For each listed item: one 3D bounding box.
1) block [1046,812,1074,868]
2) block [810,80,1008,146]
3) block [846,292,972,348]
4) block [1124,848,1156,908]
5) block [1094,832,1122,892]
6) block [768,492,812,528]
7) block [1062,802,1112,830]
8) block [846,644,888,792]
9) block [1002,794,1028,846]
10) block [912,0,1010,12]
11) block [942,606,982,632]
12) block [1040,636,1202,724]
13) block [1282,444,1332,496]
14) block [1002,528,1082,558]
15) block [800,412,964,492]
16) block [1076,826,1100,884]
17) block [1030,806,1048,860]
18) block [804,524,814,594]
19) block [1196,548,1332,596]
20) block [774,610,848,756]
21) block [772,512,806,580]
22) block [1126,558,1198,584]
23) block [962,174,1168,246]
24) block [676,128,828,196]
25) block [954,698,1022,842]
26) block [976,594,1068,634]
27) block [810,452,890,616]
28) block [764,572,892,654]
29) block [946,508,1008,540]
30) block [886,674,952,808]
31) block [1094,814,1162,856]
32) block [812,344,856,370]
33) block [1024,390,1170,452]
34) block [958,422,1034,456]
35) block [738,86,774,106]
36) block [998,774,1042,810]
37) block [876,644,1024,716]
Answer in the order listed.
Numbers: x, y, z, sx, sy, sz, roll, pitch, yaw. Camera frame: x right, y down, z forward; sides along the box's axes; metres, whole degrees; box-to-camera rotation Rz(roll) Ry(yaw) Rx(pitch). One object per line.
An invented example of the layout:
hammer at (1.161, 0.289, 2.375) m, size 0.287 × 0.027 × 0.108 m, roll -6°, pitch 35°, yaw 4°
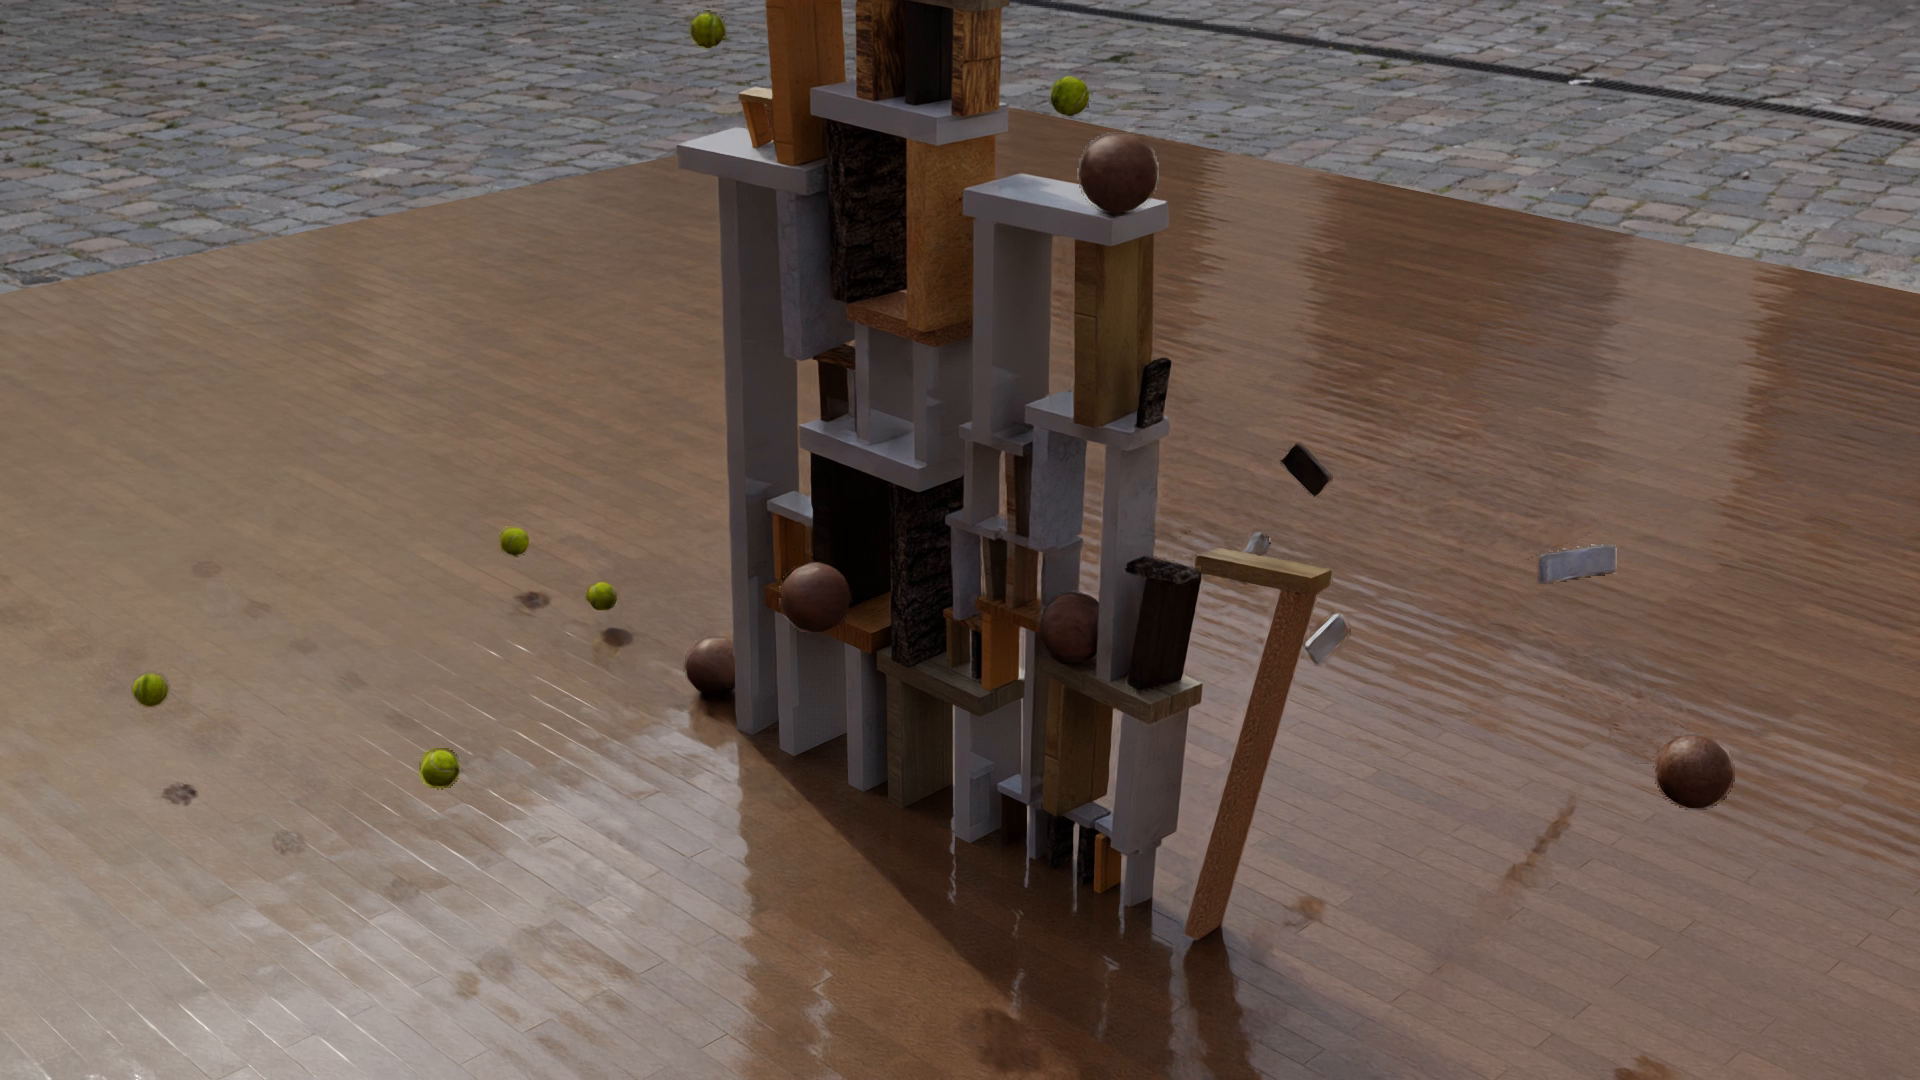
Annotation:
block at (0.195, 0.570, 4.260) m, size 0.017 × 0.121 × 0.061 m, roll 19°, pitch 29°, yaw 37°
block at (-0.096, -0.784, 4.003) m, size 0.174 × 0.049 × 0.347 m, roll -20°, pitch 30°, yaw -39°
block at (-0.087, -0.418, 4.139) m, size 0.121 × 0.034 × 0.242 m, roll -21°, pitch 31°, yaw -40°
block at (0.338, 0.626, 4.130) m, size 0.059 × 0.119 × 0.017 m, roll -16°, pitch 29°, yaw -37°
block at (0.281, 0.606, 4.180) m, size 0.017 × 0.119 × 0.059 m, roll 21°, pitch 31°, yaw 41°
block at (-0.320, -0.062, 4.543) m, size 0.150 × 0.021 × 0.075 m, roll 21°, pitch 31°, yaw 40°
block at (0.225, 0.514, 4.213) m, size 0.061 × 0.017 × 0.121 m, roll -18°, pitch 29°, yaw -40°
block at (-0.158, 0.341, 4.540) m, size 0.046 × 0.326 × 0.163 m, roll 21°, pitch 31°, yaw 41°
block at (0.107, 0.541, 4.340) m, size 0.016 × 0.113 × 0.056 m, roll 21°, pitch 30°, yaw 41°
block at (-0.010, -0.950, 3.833) m, size 0.091 × 0.026 × 0.182 m, roll -20°, pitch 30°, yaw -39°
block at (0.021, 0.150, 4.273) m, size 0.103 × 0.015 × 0.052 m, roll 21°, pitch 31°, yaw 41°
block at (0.294, 0.254, 4.043) m, size 0.139 × 0.039 × 0.277 m, roll -18°, pitch 28°, yaw -40°
block at (0.699, -0.142, 4.435) m, size 0.099 × 0.050 × 0.014 m, roll 49°, pitch 29°, yaw 20°
block at (0.153, -0.002, 4.072) m, size 0.136 × 0.019 × 0.068 m, roll 19°, pitch 29°, yaw 37°
block at (-0.138, -0.181, 4.306) m, size 0.170 × 0.048 × 0.339 m, roll -21°, pitch 31°, yaw -41°
block at (0.252, 0.592, 4.208) m, size 0.017 × 0.121 × 0.061 m, roll 20°, pitch 28°, yaw 38°
block at (0.161, 0.562, 4.292) m, size 0.016 × 0.113 × 0.056 m, roll 21°, pitch 30°, yaw 41°
block at (-0.284, 0.031, 4.544) m, size 0.021 × 0.150 × 0.075 m, roll 21°, pitch 31°, yaw 41°
block at (0.537, 0.055, 3.898) m, size 0.215 × 0.030 × 0.108 m, roll 12°, pitch 12°, yaw 27°
block at (-0.312, 0.281, 4.682) m, size 0.163 × 0.326 × 0.046 m, roll -21°, pitch 31°, yaw -41°
block at (-0.356, 0.003, 4.609) m, size 0.021 × 0.150 × 0.075 m, roll 21°, pitch 31°, yaw 41°
block at (0.356, 0.053, 3.872) m, size 0.114 × 0.016 × 0.057 m, roll 13°, pitch 19°, yaw 36°
block at (0.181, -0.575, 3.813) m, size 0.326 × 0.046 × 0.163 m, roll 18°, pitch 28°, yaw 37°
block at (-0.367, -0.734, 4.253) m, size 0.336 × 0.048 × 0.168 m, roll 17°, pitch 30°, yaw 34°
block at (0.056, 0.440, 4.352) m, size 0.145 × 0.291 × 0.041 m, roll -21°, pitch 31°, yaw -41°
block at (0.118, 0.132, 4.157) m, size 0.161 × 0.023 × 0.081 m, roll 20°, pitch 29°, yaw 37°
block at (-0.219, -0.034, 4.455) m, size 0.170 × 0.339 × 0.048 m, roll -21°, pitch 31°, yaw -41°
block at (-0.235, 0.140, 4.538) m, size 0.326 × 0.046 × 0.163 m, roll 21°, pitch 31°, yaw 41°
block at (0.039, -0.032, 4.168) m, size 0.125 × 0.018 × 0.063 m, roll 18°, pitch 28°, yaw 39°
block at (-0.081, 0.386, 4.478) m, size 0.041 × 0.291 × 0.145 m, roll 21°, pitch 31°, yaw 41°
block at (0.316, 0.550, 4.131) m, size 0.059 × 0.017 × 0.119 m, roll -16°, pitch 30°, yaw -38°
block at (-0.221, -0.360, 4.315) m, size 0.127 × 0.018 × 0.063 m, roll 17°, pitch 30°, yaw 35°
block at (0.242, -0.213, 3.898) m, size 0.234 × 0.033 × 0.117 m, roll 18°, pitch 28°, yaw 37°
block at (0.081, -0.192, 4.063) m, size 0.156 × 0.022 × 0.078 m, roll 19°, pitch 29°, yaw 38°
block at (-0.375, -0.849, 4.205) m, size 0.091 × 0.013 × 0.045 m, roll 17°, pitch 36°, yaw 34°
block at (0.134, 0.492, 4.291) m, size 0.113 × 0.016 × 0.056 m, roll 21°, pitch 30°, yaw 40°
block at (-0.013, 0.260, 4.350) m, size 0.145 × 0.041 × 0.291 m, roll -21°, pitch 31°, yaw -41°
